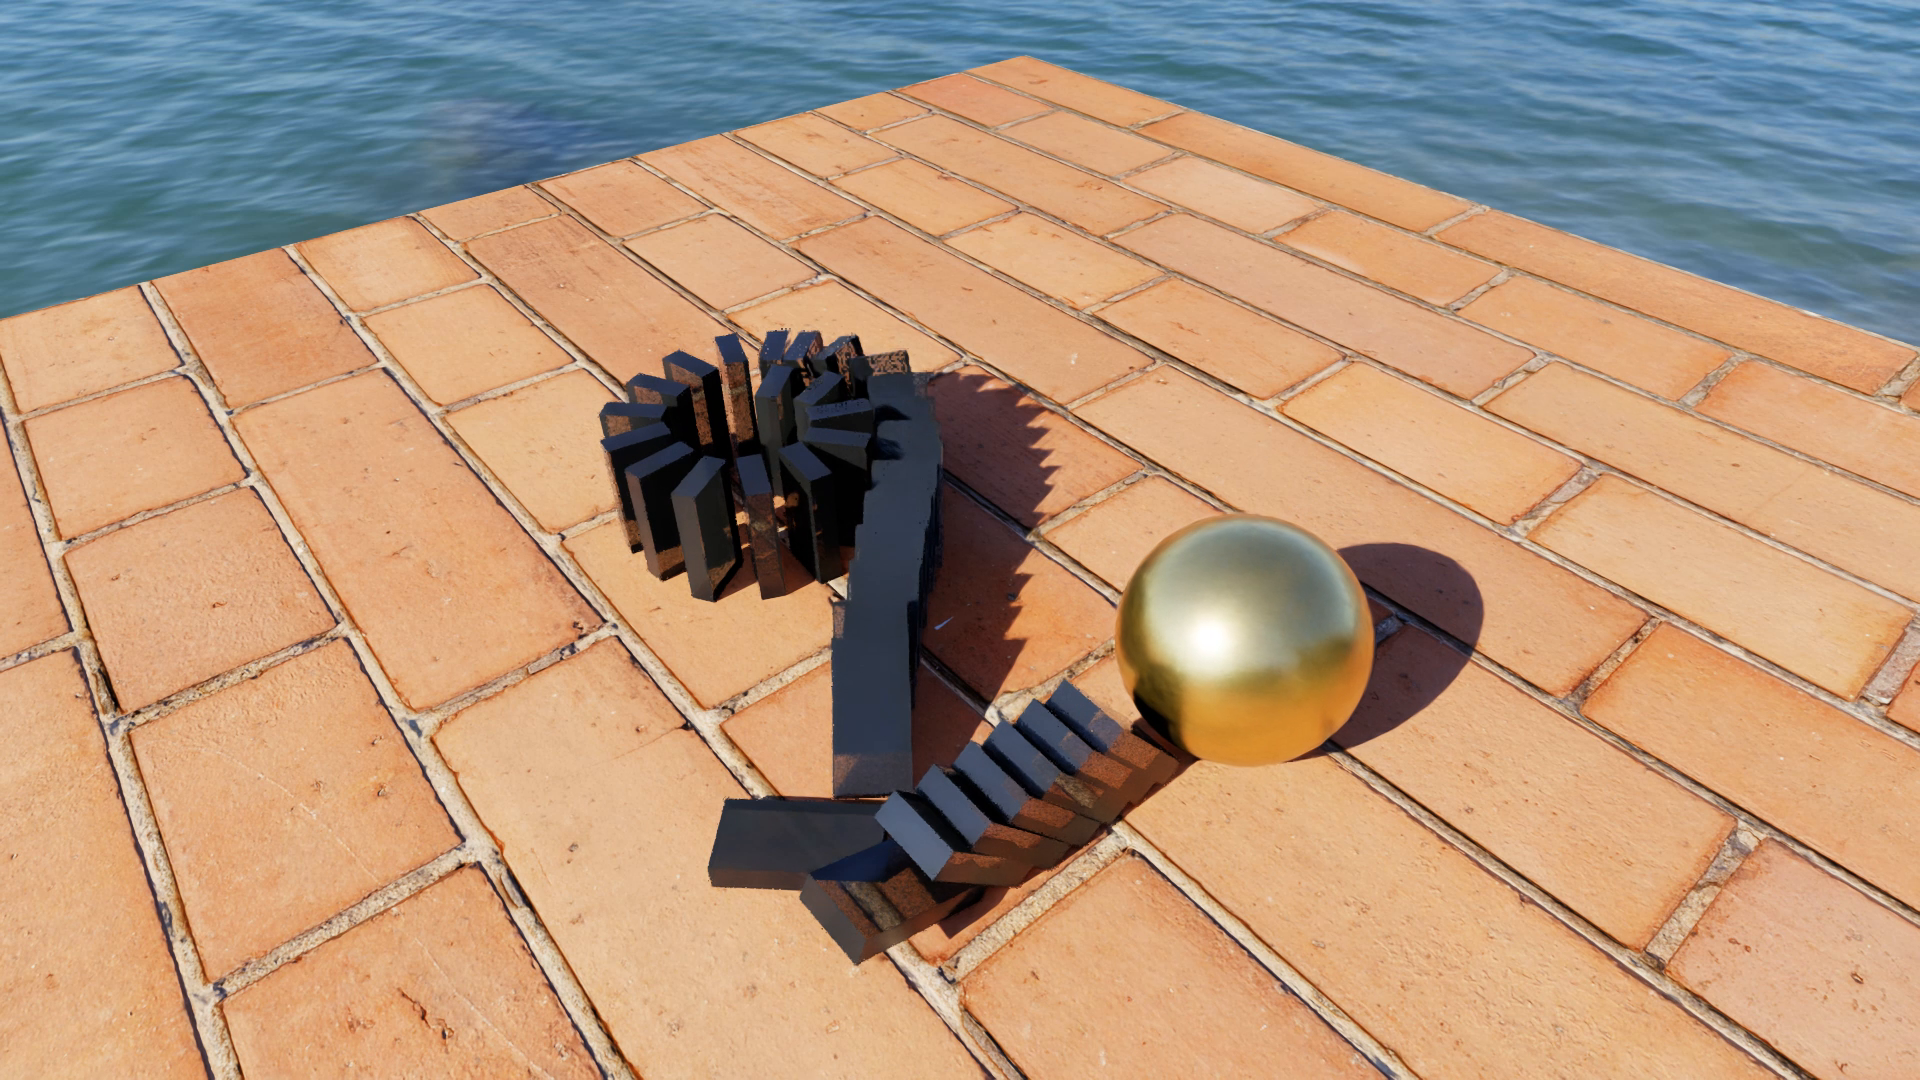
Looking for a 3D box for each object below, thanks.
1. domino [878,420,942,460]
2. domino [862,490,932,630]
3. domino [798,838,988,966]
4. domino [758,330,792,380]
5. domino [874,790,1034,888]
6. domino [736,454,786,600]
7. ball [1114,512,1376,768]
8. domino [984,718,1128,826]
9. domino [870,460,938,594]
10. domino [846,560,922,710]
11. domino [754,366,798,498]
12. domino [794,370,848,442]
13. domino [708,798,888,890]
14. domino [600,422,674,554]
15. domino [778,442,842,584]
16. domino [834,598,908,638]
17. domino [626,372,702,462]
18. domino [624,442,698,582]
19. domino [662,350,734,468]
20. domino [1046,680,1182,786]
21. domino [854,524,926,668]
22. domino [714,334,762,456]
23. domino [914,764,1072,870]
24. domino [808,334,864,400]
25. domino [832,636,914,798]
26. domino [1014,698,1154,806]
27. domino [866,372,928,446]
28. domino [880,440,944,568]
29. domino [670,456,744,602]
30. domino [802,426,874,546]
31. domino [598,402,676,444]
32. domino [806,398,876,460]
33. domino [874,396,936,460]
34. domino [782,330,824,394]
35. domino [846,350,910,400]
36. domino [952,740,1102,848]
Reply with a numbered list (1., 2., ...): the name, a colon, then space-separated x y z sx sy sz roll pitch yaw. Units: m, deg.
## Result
1. domino: -0.021 -0.023 0.445 0.025 0.050 0.010 1 -5 1
2. domino: -0.024 0.007 0.411 0.025 0.009 0.050 2 79 2
3. domino: -0.017 0.097 0.308 0.025 0.010 0.050 38 29 32
4. domino: -0.080 -0.065 0.490 0.009 0.050 0.025 -1 39 2
5. domino: 0.000 0.085 0.312 0.025 0.050 0.010 38 94 34
6. domino: -0.075 -0.005 0.417 0.009 0.050 0.025 -11 41 -13
7. ball: 0.089 0.031 0.349 0.080 0.080 0.080 0 39 0
8. domino: 0.029 0.070 0.330 0.025 0.050 0.010 38 92 37
9. domino: -0.022 -0.005 0.424 0.025 0.009 0.050 2 84 2
10. domino: -0.027 0.033 0.383 0.025 0.010 0.050 2 73 2
11. domino: -0.076 -0.046 0.467 0.009 0.050 0.025 6 40 7
12. domino: -0.057 -0.043 0.464 0.009 0.050 0.025 17 42 19
13. domino: -0.048 0.092 0.331 0.050 0.010 0.025 2 39 2
14. domino: -0.124 -0.020 0.436 0.025 0.050 0.009 -21 44 -23
15. domino: -0.058 -0.010 0.424 0.009 0.050 0.025 -24 45 -26
16. domino: -0.029 0.046 0.368 0.025 0.009 0.050 -2 72 -2
17. domino: -0.124 -0.044 0.466 0.025 0.050 0.010 16 42 18
18. domino: -0.111 -0.011 0.424 0.010 0.050 0.025 31 48 32
19. domino: -0.114 -0.055 0.479 0.025 0.050 0.009 26 46 28
20. domino: 0.048 0.060 0.342 0.025 0.050 0.009 38 92 37
21. domino: -0.026 0.020 0.397 0.025 0.009 0.050 2 75 2
22. domino: -0.098 -0.063 0.488 0.009 0.050 0.025 -14 41 -16
23. domino: 0.010 0.080 0.318 0.025 0.050 0.010 39 93 37
24. domino: -0.048 -0.062 0.487 0.009 0.050 0.025 3 35 35
25. domino: -0.028 0.057 0.354 0.025 0.009 0.050 -2 72 -2
26. domino: 0.039 0.065 0.336 0.025 0.050 0.009 38 92 37
27. domino: -0.025 -0.045 0.469 0.025 0.050 0.010 -5 6 -7
28. domino: -0.019 -0.014 0.435 0.025 0.050 0.009 1 -5 1
29. domino: -0.095 -0.004 0.416 0.009 0.050 0.025 11 41 14
30. domino: -0.047 -0.020 0.436 0.025 0.050 0.009 7 40 8
31. domino: -0.129 -0.032 0.451 0.025 0.050 0.010 3 39 4
32. domino: -0.048 -0.033 0.451 0.025 0.050 0.009 -12 41 -14
33. domino: -0.022 -0.034 0.457 0.025 0.050 0.009 -2 -2 -2
34. domino: -0.064 -0.065 0.490 0.009 0.050 0.025 -1 38 16
35. domino: -0.032 -0.056 0.481 0.025 0.050 0.009 -13 15 -15
36. domino: 0.020 0.075 0.324 0.025 0.050 0.009 38 92 37
